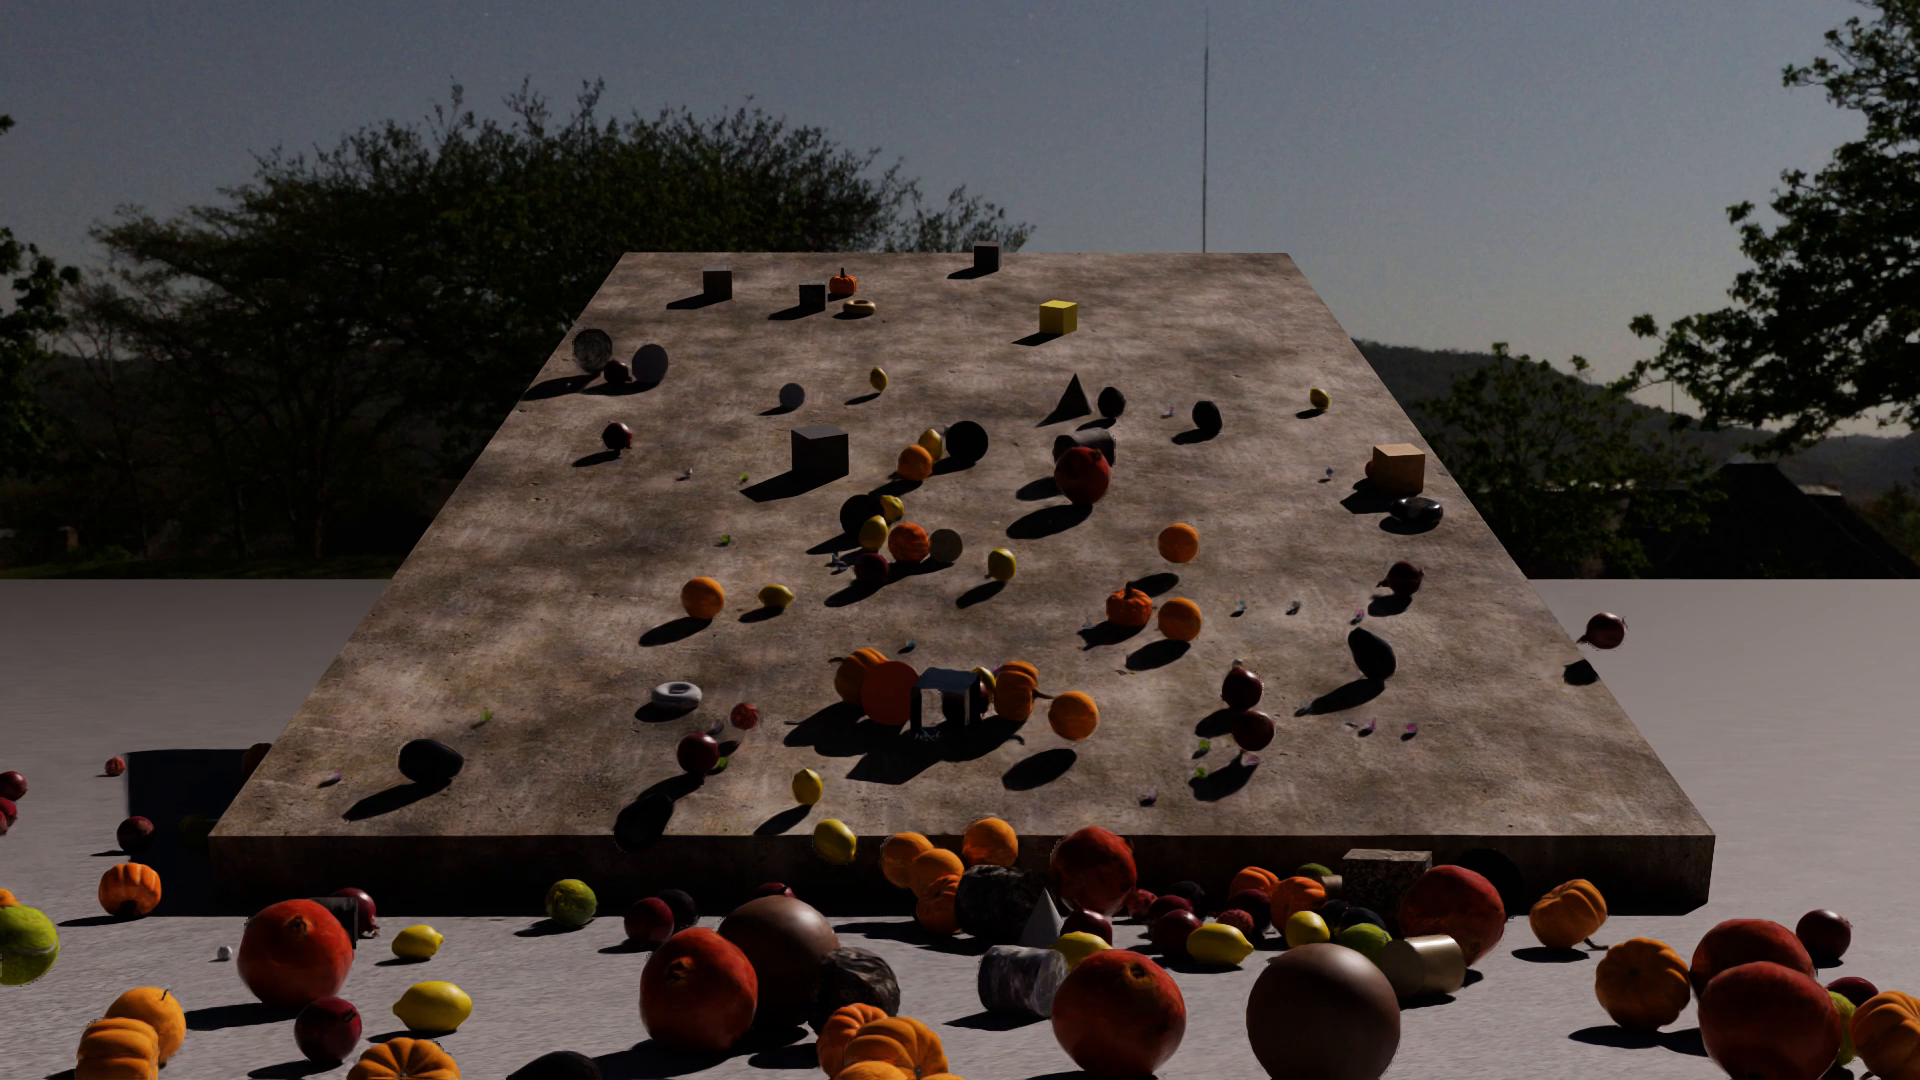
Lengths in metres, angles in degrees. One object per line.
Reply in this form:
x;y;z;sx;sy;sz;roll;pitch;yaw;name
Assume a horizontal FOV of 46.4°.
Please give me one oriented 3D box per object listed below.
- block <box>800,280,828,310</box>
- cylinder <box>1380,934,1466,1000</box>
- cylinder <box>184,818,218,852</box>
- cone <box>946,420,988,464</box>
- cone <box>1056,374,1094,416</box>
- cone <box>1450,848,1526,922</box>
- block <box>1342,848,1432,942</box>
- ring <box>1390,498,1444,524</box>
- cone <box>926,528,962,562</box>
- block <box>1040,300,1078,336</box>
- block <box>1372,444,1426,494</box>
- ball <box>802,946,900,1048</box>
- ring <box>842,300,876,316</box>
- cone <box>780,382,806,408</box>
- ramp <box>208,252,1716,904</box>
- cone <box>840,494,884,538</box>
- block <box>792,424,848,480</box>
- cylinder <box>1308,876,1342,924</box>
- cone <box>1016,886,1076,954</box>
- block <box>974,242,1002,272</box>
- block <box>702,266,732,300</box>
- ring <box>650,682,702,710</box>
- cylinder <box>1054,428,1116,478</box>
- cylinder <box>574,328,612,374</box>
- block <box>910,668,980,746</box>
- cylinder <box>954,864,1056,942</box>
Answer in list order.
-0.394;-0.659;6.030;0.069;0.069;0.069;1;18;2;block
0.483;0.446;2.344;0.063;0.063;0.063;0;-1;-33;cylinder
-1.189;0.469;3.549;0.053;0.053;0.053;2;0;18;cylinder
0.008;-0.196;4.683;0.090;0.090;0.090;0;-8;-7;cone
0.258;-0.332;5.016;0.088;0.088;0.088;0;18;0;cone
0.670;0.464;2.911;0.098;0.098;0.098;0;-28;-7;cone
0.522;0.434;2.734;0.099;0.099;0.099;0;-1;17;block
0.870;-0.056;4.274;0.103;0.034;0.103;1;17;0;ring
-0.032;0.015;4.063;0.064;0.064;0.064;0;-13;-7;cone
0.253;-0.571;5.765;0.071;0.071;0.071;11;21;31;block
0.872;-0.142;4.464;0.078;0.078;0.078;-4;19;-11;block
-0.102;0.427;2.098;0.092;0.092;0.092;0;-1;0;ball
-0.269;-0.619;5.974;0.089;0.030;0.089;1;20;0;ring
-0.379;-0.321;5.079;0.059;0.059;0.059;0;-8;-2;cone
-0.004;-0.190;4.888;2.000;0.100;4.000;0;18;0;ramp
-0.182;-0.038;4.208;0.084;0.084;0.084;0;-8;0;cone
-0.284;-0.179;4.556;0.086;0.086;0.086;-10;21;-28;block
0.481;0.455;2.836;0.060;0.060;0.060;0;-1;-15;cylinder
0.100;0.444;2.635;0.074;0.074;0.074;0;-1;0;cone
0.081;-0.827;6.534;0.072;0.072;0.072;2;19;7;block
-0.666;-0.709;6.167;0.078;0.078;0.078;-2;18;-5;block
-0.430;0.237;3.399;0.077;0.026;0.077;1;18;0;ring
0.252;-0.178;4.549;0.089;0.089;0.089;-13;7;-35;cylinder
-0.868;-0.447;5.303;0.092;0.092;0.092;0;-6;-9;cylinder
-0.020;0.244;3.291;0.082;0.082;0.082;6;19;17;block
0.055;0.438;2.703;0.087;0.087;0.087;-1;-1;43;cylinder
